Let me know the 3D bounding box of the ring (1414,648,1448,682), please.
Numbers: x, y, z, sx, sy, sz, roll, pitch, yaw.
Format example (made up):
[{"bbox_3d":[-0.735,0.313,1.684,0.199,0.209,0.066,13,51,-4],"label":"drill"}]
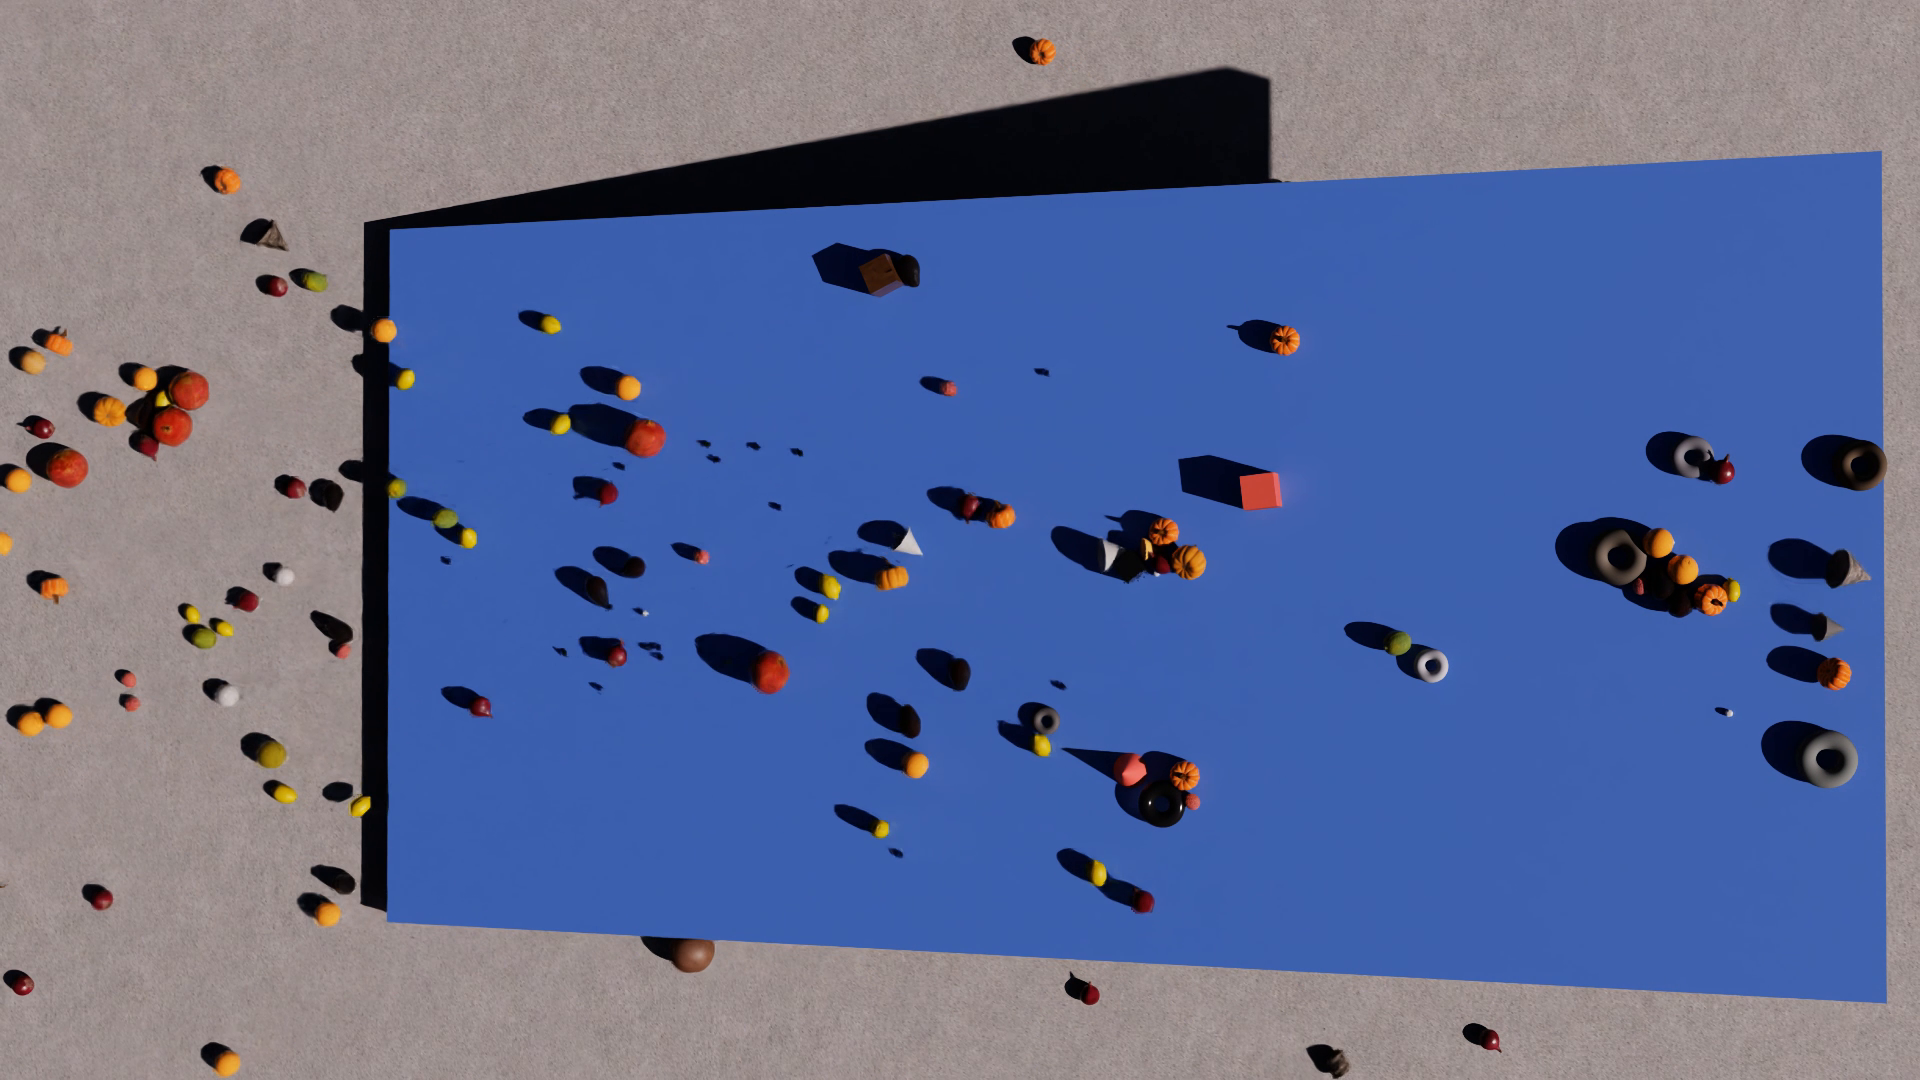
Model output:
[{"bbox_3d":[1.168,0.311,5.453,0.086,0.029,0.086,0,89,19],"label":"ring"}]

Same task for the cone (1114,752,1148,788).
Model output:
[{"bbox_3d":[0.427,0.596,5.647,0.091,0.091,0.091,0,89,17],"label":"cone"}]

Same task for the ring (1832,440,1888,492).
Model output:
[{"bbox_3d":[2.111,-0.175,5.160,0.121,0.040,0.121,-1,88,16],"label":"ring"}]

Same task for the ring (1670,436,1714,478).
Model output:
[{"bbox_3d":[1.755,-0.199,5.274,0.103,0.034,0.103,-1,88,19],"label":"ring"}]

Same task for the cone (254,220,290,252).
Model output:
[{"bbox_3d":[-2.001,-0.872,6.439,0.090,0.090,0.090,38,89,-26],"label":"cone"}]

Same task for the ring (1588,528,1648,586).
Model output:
[{"bbox_3d":[1.589,0.041,5.316,0.139,0.046,0.139,0,88,16],"label":"ring"}]

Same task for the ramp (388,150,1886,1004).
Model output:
[{"bbox_3d":[0.274,0.094,5.802,4.000,0.100,2.000,0,89,17],"label":"ramp"}]

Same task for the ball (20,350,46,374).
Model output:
[{"bbox_3d":[-2.707,-0.518,6.419,0.071,0.071,0.071,0,89,0],"label":"ball"}]

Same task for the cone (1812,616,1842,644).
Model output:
[{"bbox_3d":[2.054,0.207,5.177,0.067,0.067,0.067,-8,89,-27],"label":"cone"}]

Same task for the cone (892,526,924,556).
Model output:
[{"bbox_3d":[-0.128,0.019,5.858,0.078,0.078,0.078,37,89,-13],"label":"cone"}]

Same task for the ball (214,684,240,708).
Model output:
[{"bbox_3d":[-2.136,0.453,6.407,0.067,0.067,0.067,0,89,0],"label":"ball"}]

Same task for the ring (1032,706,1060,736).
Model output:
[{"bbox_3d":[0.224,0.472,5.747,0.077,0.026,0.077,0,90,16],"label":"ring"}]

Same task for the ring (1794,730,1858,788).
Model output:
[{"bbox_3d":[2.037,0.515,5.170,0.139,0.046,0.139,0,91,18],"label":"ring"}]

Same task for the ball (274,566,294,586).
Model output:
[{"bbox_3d":[-1.972,0.105,6.416,0.060,0.060,0.060,0,89,0],"label":"ball"}]

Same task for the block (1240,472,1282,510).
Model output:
[{"bbox_3d":[0.761,-0.122,5.557,0.085,0.085,0.085,-7,87,17],"label":"block"}]

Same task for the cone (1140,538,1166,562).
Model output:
[{"bbox_3d":[0.503,0.023,5.665,0.063,0.063,0.063,-3,89,-9],"label":"cone"}]

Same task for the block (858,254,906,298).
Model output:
[{"bbox_3d":[-0.207,-0.706,5.869,0.080,0.080,0.080,-26,82,15],"label":"block"}]

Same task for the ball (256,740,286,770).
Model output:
[{"bbox_3d":[-2.003,0.624,6.396,0.084,0.084,0.084,0,89,0],"label":"ball"}]

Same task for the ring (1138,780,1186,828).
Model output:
[{"bbox_3d":[0.518,0.677,5.644,0.123,0.041,0.123,0,90,17],"label":"ring"}]

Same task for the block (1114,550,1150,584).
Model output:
[{"bbox_3d":[0.442,0.070,5.666,0.060,0.060,0.060,-38,79,13],"label":"block"}]
